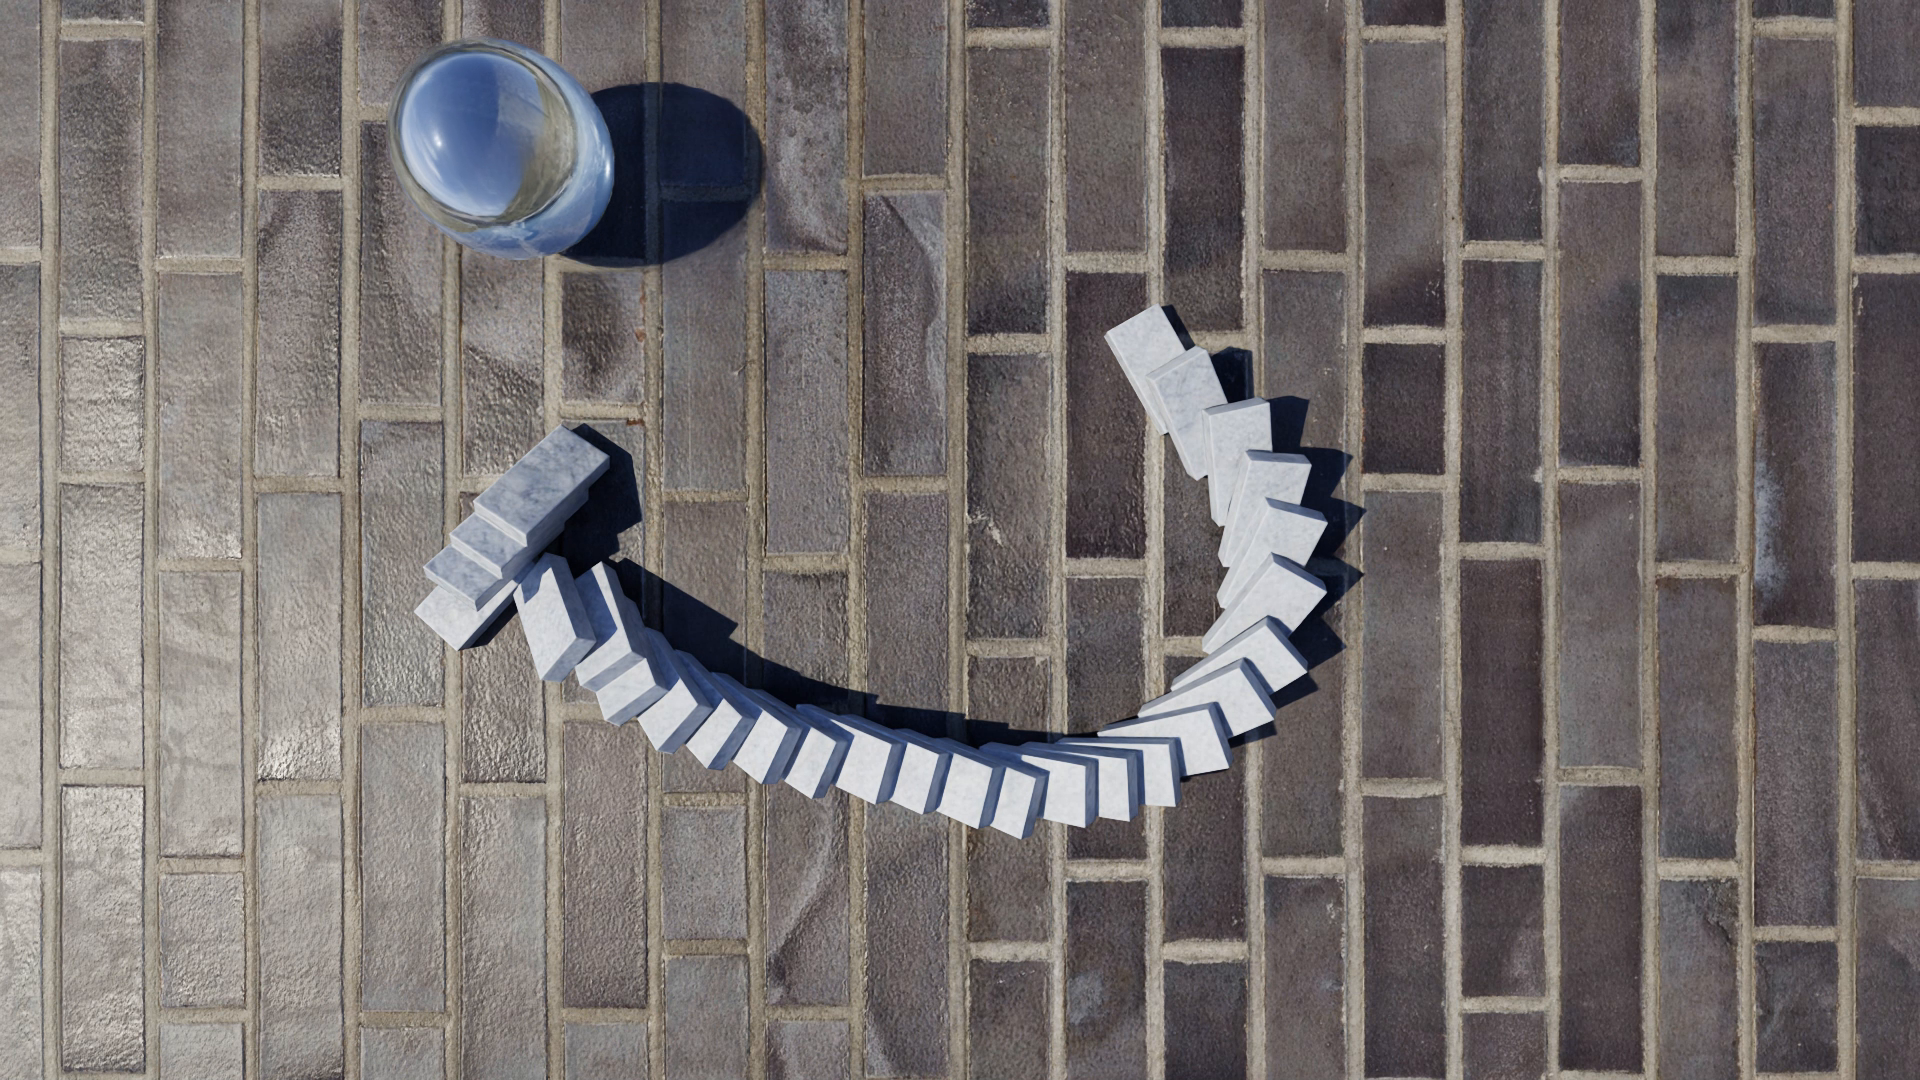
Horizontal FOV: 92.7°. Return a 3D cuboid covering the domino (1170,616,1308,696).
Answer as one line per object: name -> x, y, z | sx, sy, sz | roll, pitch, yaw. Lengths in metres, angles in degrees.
domino -> 0.116, 0.057, 0.384 | 0.025, 0.009, 0.050 | 48, 119, 0

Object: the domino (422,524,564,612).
domino -> -0.193, 0.003, 0.382 | 0.025, 0.010, 0.050 | 34, 55, 0

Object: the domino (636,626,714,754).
domino -> -0.125, 0.062, 0.382 | 0.025, 0.010, 0.050 | -48, 55, 2

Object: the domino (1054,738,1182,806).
domino -> 0.066, 0.096, 0.383 | 0.050, 0.009, 0.025 | -6, 90, 30

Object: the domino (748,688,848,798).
domino -> -0.073, 0.085, 0.384 | 0.050, 0.010, 0.025 | 24, 90, 28

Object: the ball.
ball -> -0.178, -0.152, 0.360 | 0.080, 0.080, 0.080 | 0, 90, 0

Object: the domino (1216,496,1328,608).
domino -> 0.130, 0.009, 0.383 | 0.025, 0.010, 0.050 | 14, 120, -4

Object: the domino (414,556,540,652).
domino -> -0.207, 0.021, 0.395 | 0.025, 0.009, 0.050 | 43, 90, 0

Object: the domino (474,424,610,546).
domino -> -0.173, -0.023, 0.382 | 0.025, 0.010, 0.050 | 34, 55, -1

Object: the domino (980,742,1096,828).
domino -> 0.032, 0.101, 0.381 | 0.050, 0.010, 0.025 | 2, 94, 34

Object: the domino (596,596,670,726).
domino -> -0.141, 0.049, 0.382 | 0.025, 0.010, 0.050 | -35, 56, 1

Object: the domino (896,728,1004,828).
domino -> -0.008, 0.099, 0.383 | 0.050, 0.010, 0.025 | 14, 90, 33

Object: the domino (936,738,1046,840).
domino -> 0.009, 0.103, 0.383 | 0.050, 0.009, 0.025 | 14, 90, 33

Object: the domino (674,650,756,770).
domino -> -0.109, 0.070, 0.383 | 0.050, 0.010, 0.025 | 34, 90, 33

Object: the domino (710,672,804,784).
domino -> -0.090, 0.078, 0.382 | 0.050, 0.009, 0.025 | 26, 91, 33

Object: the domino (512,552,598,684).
domino -> -0.168, 0.032, 0.379 | 0.025, 0.010, 0.050 | -46, 54, 13

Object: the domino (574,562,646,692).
domino -> -0.151, 0.036, 0.382 | 0.025, 0.010, 0.050 | -34, 56, 1

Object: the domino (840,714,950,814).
domino -> -0.031, 0.093, 0.384 | 0.050, 0.009, 0.025 | 15, 90, 29

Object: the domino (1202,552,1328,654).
domino -> 0.126, 0.032, 0.383 | 0.025, 0.010, 0.050 | 29, 118, -3

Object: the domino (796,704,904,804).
domino -> -0.050, 0.089, 0.384 | 0.050, 0.009, 0.025 | 16, 90, 29

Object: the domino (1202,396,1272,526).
domino -> 0.118, -0.033, 0.385 | 0.025, 0.010, 0.050 | -12, 115, 0

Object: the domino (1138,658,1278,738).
domino -> 0.103, 0.072, 0.383 | 0.050, 0.010, 0.025 | -33, 91, 31

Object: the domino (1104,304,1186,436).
domino -> 0.086, -0.073, 0.395 | 0.025, 0.009, 0.050 | -30, 90, 0

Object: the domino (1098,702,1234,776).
domino -> 0.085, 0.086, 0.383 | 0.050, 0.009, 0.025 | -20, 90, 30

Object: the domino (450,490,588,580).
domino -> -0.182, -0.010, 0.382 | 0.025, 0.009, 0.050 | 35, 55, 0

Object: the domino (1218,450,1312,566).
domino -> 0.126, -0.012, 0.383 | 0.025, 0.009, 0.050 | 3, 121, -2

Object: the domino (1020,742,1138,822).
domino -> 0.049, 0.100, 0.382 | 0.050, 0.010, 0.025 | -2, 93, 34

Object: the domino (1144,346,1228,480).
domino -> 0.099, -0.053, 0.385 | 0.025, 0.009, 0.050 | -30, 115, 0
